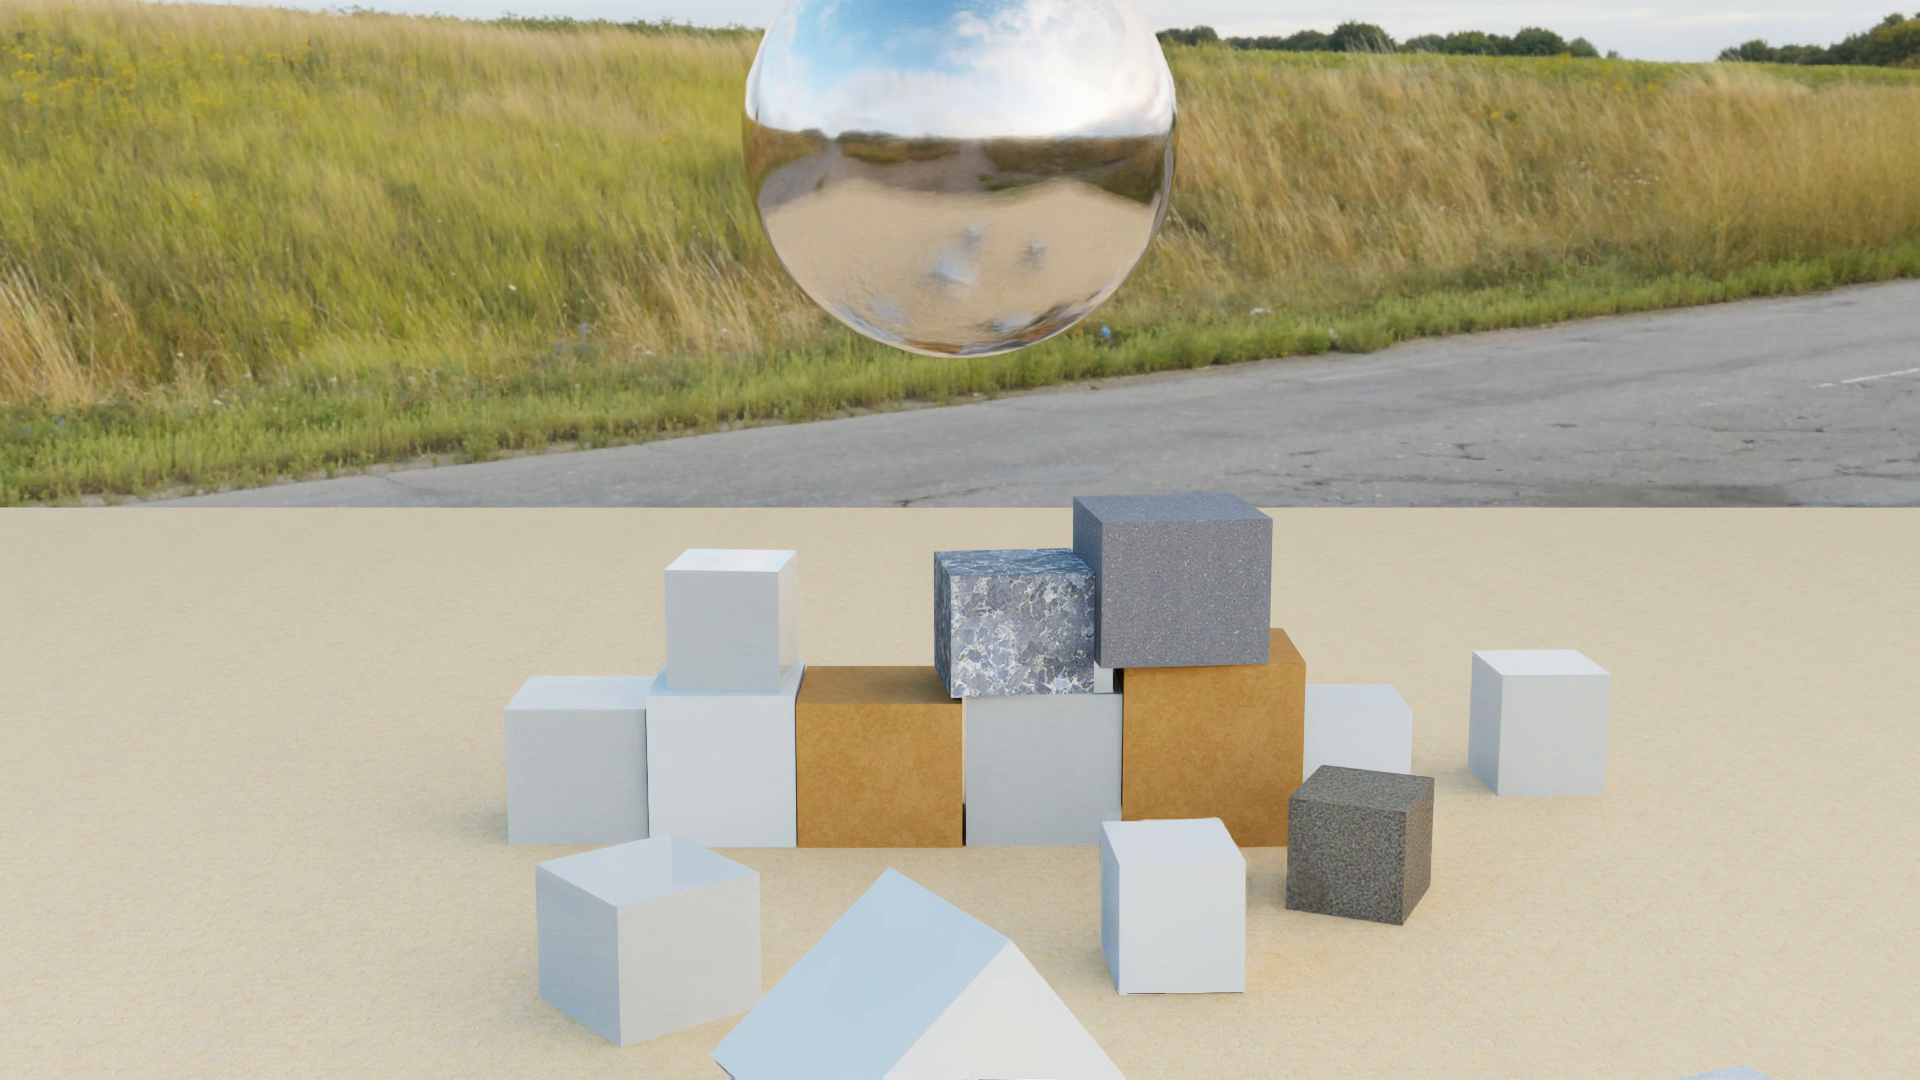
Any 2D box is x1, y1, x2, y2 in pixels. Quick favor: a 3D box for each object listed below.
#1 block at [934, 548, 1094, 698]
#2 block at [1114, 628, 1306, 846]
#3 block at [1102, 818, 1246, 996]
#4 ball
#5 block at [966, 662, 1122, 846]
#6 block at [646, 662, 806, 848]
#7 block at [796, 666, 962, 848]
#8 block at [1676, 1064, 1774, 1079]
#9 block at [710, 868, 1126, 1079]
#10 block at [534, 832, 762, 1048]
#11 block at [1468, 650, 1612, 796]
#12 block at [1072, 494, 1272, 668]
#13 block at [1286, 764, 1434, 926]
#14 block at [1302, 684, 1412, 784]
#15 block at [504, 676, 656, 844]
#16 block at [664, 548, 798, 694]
[{"bbox_3d":[0.266,0.411,11.213,0.718,0.610,0.685,-1,10,-8],"label":"block"},{"bbox_3d":[1.265,1.006,11.379,0.901,0.950,0.795,0,10,0],"label":"block"},{"bbox_3d":[0.903,1.559,9.403,0.525,0.563,0.609,-1,10,-3],"label":"block"},{"bbox_3d":[0.000,-1.467,8.035,1.600,1.600,1.600,0,10,0],"label":"ball"},{"bbox_3d":[0.420,1.091,11.369,0.780,0.785,0.711,0,10,0],"label":"block"},{"bbox_3d":[-1.192,1.094,11.368,0.739,0.780,0.756,0,10,0],"label":"block"},{"bbox_3d":[-0.402,1.109,11.388,0.827,0.744,0.809,0,10,0],"label":"block"},{"bbox_3d":[2.365,2.033,6.793,0.588,0.569,0.516,-4,11,-23],"label":"block"},{"bbox_3d":[-0.109,1.707,6.977,0.835,0.801,0.777,-45,27,-16],"label":"block"},{"bbox_3d":[-1.280,1.623,9.028,0.659,0.577,0.672,-8,13,-38],"label":"block"},{"bbox_3d":[3.194,1.004,12.161,0.591,0.674,0.582,-1,10,-3],"label":"block"},{"bbox_3d":[1.060,0.192,11.166,0.847,0.727,0.809,-1,10,-7],"label":"block"},{"bbox_3d":[1.875,1.415,10.284,0.543,0.535,0.594,5,11,24],"label":"block"},{"bbox_3d":[2.002,1.143,11.396,0.552,0.673,0.552,0,10,0],"label":"block"},{"bbox_3d":[-1.925,1.130,11.386,0.706,0.704,0.696,0,10,0],"label":"block"},{"bbox_3d":[-1.160,0.406,11.244,0.573,0.619,0.572,1,10,5],"label":"block"}]
